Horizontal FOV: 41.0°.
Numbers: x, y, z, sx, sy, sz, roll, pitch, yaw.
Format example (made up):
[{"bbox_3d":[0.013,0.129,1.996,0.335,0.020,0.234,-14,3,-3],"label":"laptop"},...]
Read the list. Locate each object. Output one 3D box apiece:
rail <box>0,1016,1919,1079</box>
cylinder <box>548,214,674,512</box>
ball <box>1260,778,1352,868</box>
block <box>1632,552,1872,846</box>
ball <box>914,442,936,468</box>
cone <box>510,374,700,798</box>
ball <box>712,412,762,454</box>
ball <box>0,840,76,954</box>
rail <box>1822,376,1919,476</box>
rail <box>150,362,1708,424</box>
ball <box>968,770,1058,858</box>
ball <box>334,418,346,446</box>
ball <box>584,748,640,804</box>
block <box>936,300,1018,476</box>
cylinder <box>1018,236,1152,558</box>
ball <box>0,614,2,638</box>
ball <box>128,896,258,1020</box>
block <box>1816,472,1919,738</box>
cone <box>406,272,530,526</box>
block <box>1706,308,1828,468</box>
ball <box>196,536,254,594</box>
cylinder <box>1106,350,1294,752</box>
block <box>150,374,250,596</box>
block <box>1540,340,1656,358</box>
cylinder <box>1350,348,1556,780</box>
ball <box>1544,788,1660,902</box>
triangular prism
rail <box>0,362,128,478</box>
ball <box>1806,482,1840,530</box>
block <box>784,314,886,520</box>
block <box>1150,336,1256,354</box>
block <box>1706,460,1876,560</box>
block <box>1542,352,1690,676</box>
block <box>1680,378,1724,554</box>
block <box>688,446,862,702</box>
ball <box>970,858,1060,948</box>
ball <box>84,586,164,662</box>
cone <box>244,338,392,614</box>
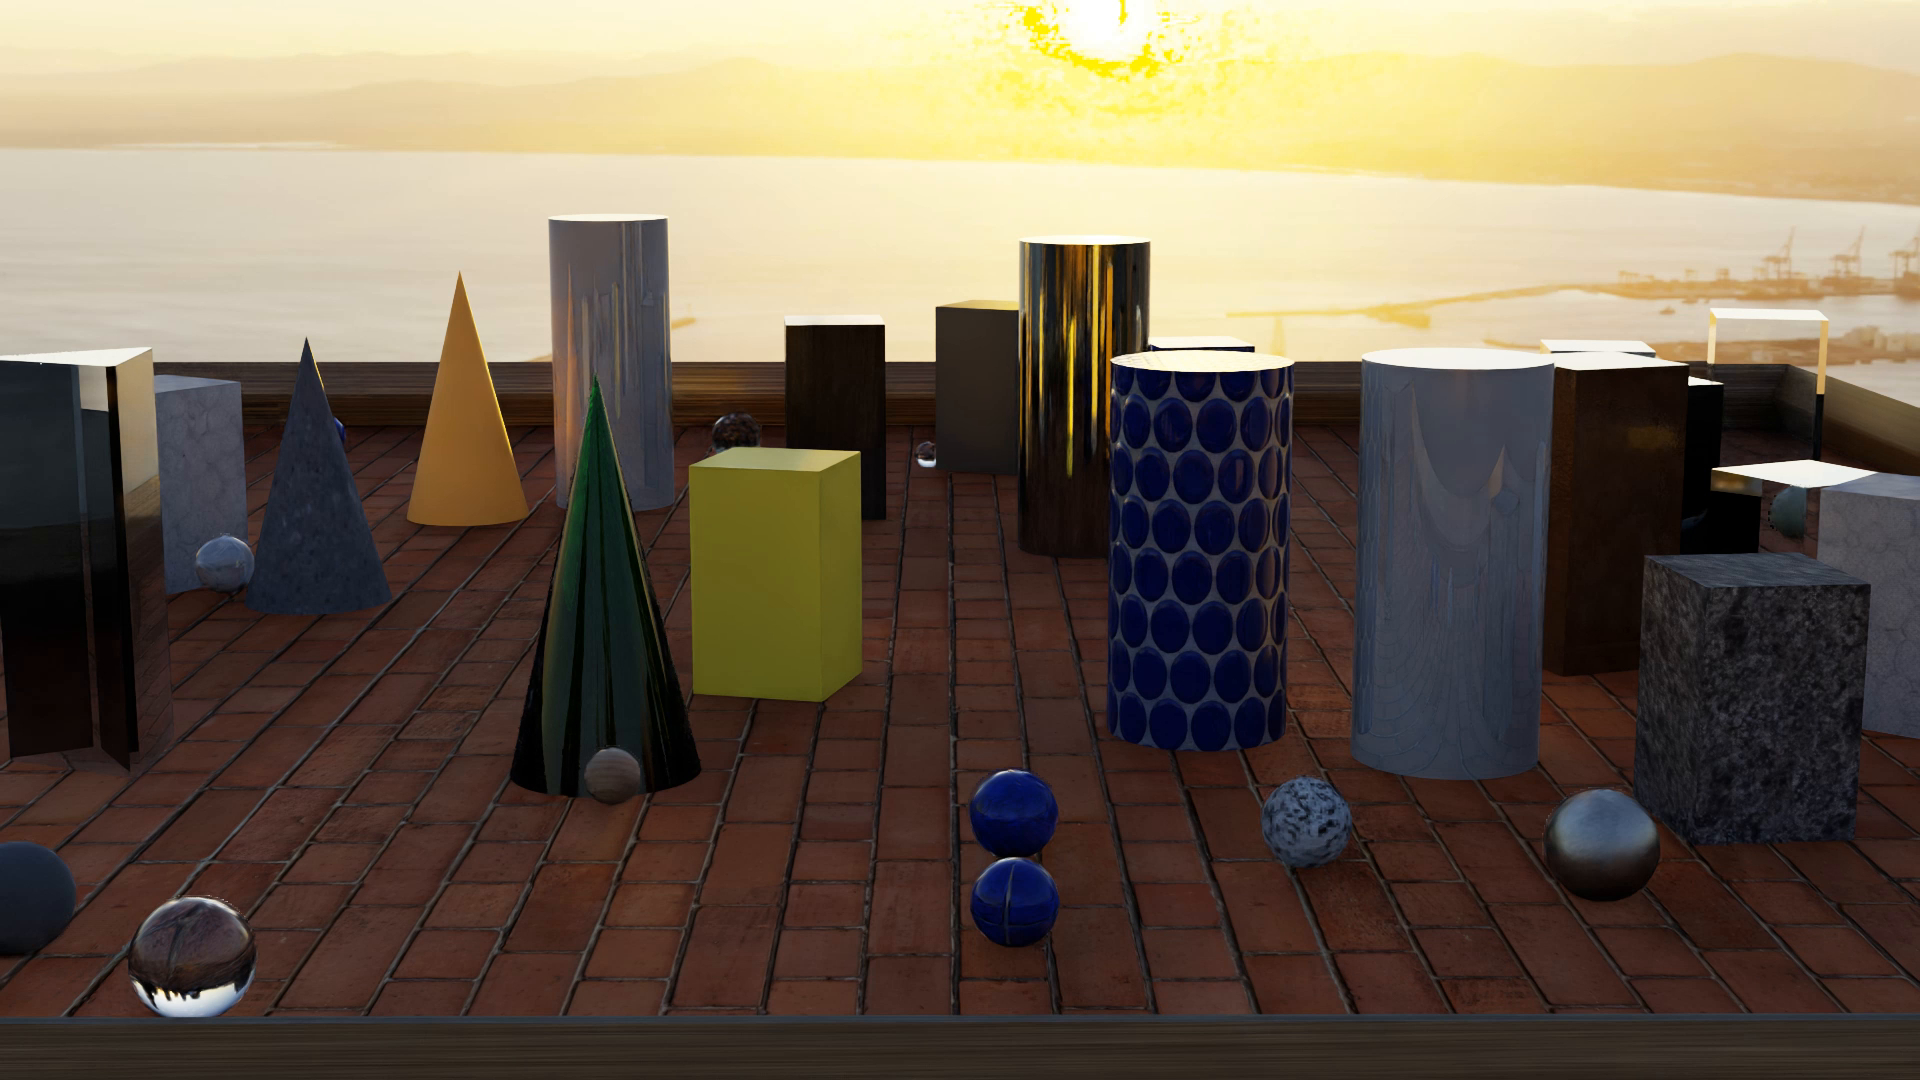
[{"bbox_3d":[0.010,0.363,1.666,3.406,0.129,0.045,0,10,0],"label":"rail"},{"bbox_3d":[-0.581,-0.299,4.287,0.199,0.478,0.199,0,10,0],"label":"cylinder"},{"bbox_3d":[0.318,0.260,2.355,0.083,0.083,0.083,0,10,0],"label":"ball"},{"bbox_3d":[0.764,0.151,2.490,0.159,0.249,0.159,-1,11,-6],"label":"block"},{"bbox_3d":[-0.059,-0.156,4.702,0.047,0.047,0.047,0,10,0],"label":"ball"},{"bbox_3d":[-0.370,0.034,2.645,0.199,0.421,0.199,0,10,0],"label":"cone"},{"bbox_3d":[-0.416,-0.191,4.766,0.092,0.092,0.092,0,10,0],"label":"ball"},{"bbox_3d":[-0.782,0.297,2.129,0.093,0.093,0.093,0,10,0],"label":"ball"},{"bbox_3d":[1.679,0.031,3.458,0.045,0.129,3.673,0,10,0],"label":"rail"},{"bbox_3d":[-0.010,-0.297,5.231,3.406,0.129,0.045,0,10,0],"label":"rail"},{"bbox_3d":[0.050,0.255,2.382,0.083,0.083,0.083,0,10,0],"label":"ball"},{"bbox_3d":[-1.199,-0.198,4.851,0.075,0.075,0.075,0,10,0],"label":"ball"},{"bbox_3d":[-0.347,0.236,2.559,0.057,0.057,0.057,0,10,0],"label":"ball"},{"bbox_3d":[0.062,-0.281,4.690,0.159,0.298,0.159,5,12,26],"label":"block"},{"bbox_3d":[0.187,-0.220,3.892,0.199,0.468,0.199,0,10,0],"label":"cylinder"},{"bbox_3d":[-1.245,0.091,3.301,0.073,0.073,0.073,0,10,0],"label":"ball"},{"bbox_3d":[-0.591,0.323,1.977,0.096,0.096,0.096,0,10,0],"label":"ball"},{"bbox_3d":[1.067,0.072,2.877,0.159,0.263,0.159,9,14,41],"label":"block"},{"bbox_3d":[-0.806,-0.238,4.169,0.199,0.402,0.199,0,10,0],"label":"cone"},{"bbox_3d":[1.219,-0.165,3.901,0.159,0.357,0.159,2,11,13],"label":"block"},{"bbox_3d":[-0.988,0.033,3.449,0.077,0.077,0.077,0,10,0],"label":"ball"},{"bbox_3d":[0.263,0.008,2.819,0.199,0.411,0.199,0,10,0],"label":"cylinder"},{"bbox_3d":[-1.133,-0.081,3.650,0.159,0.283,0.159,7,12,32],"label":"block"},{"bbox_3d":[1.003,-0.163,4.068,0.159,0.291,0.159,1,11,7],"label":"block"},{"bbox_3d":[0.518,0.020,2.707,0.199,0.426,0.199,0,10,0],"label":"cylinder"},{"bbox_3d":[0.566,0.269,2.261,0.099,0.099,0.099,0,10,0],"label":"ball"},{"bbox_3d":[-0.900,0.017,2.721,0.172,0.428,0.149,5,12,25],"label":"triangular prism"},{"bbox_3d":[-1.679,0.035,3.439,0.045,0.129,3.673,0,10,0],"label":"rail"},{"bbox_3d":[1.372,-0.050,4.031,0.082,0.082,0.082,0,10,0],"label":"ball"},{"bbox_3d":[-0.206,-0.203,4.210,0.159,0.318,0.159,-1,11,-5],"label":"block"},{"bbox_3d":[0.387,-0.190,4.251,0.159,0.278,0.159,-2,11,-9],"label":"block"},{"bbox_3d":[1.026,0.037,3.125,0.159,0.240,0.159,-5,12,-26],"label":"block"},{"bbox_3d":[0.774,-0.036,3.162,0.159,0.372,0.159,-4,11,-20],"label":"block"},{"bbox_3d":[0.928,-0.070,3.528,0.159,0.305,0.159,-3,11,-16],"label":"block"},{"bbox_3d":[-0.216,0.037,3.043,0.159,0.271,0.159,3,11,15],"label":"block"},{"bbox_3d":[0.046,0.303,2.145,0.075,0.075,0.075,0,10,0],"label":"ball"},{"bbox_3d":[-1.034,0.103,3.174,0.093,0.093,0.093,0,10,0],"label":"ball"},{"bbox_3d":[-0.885,-0.097,3.508,0.199,0.366,0.199,0,10,0],"label":"cone"}]
